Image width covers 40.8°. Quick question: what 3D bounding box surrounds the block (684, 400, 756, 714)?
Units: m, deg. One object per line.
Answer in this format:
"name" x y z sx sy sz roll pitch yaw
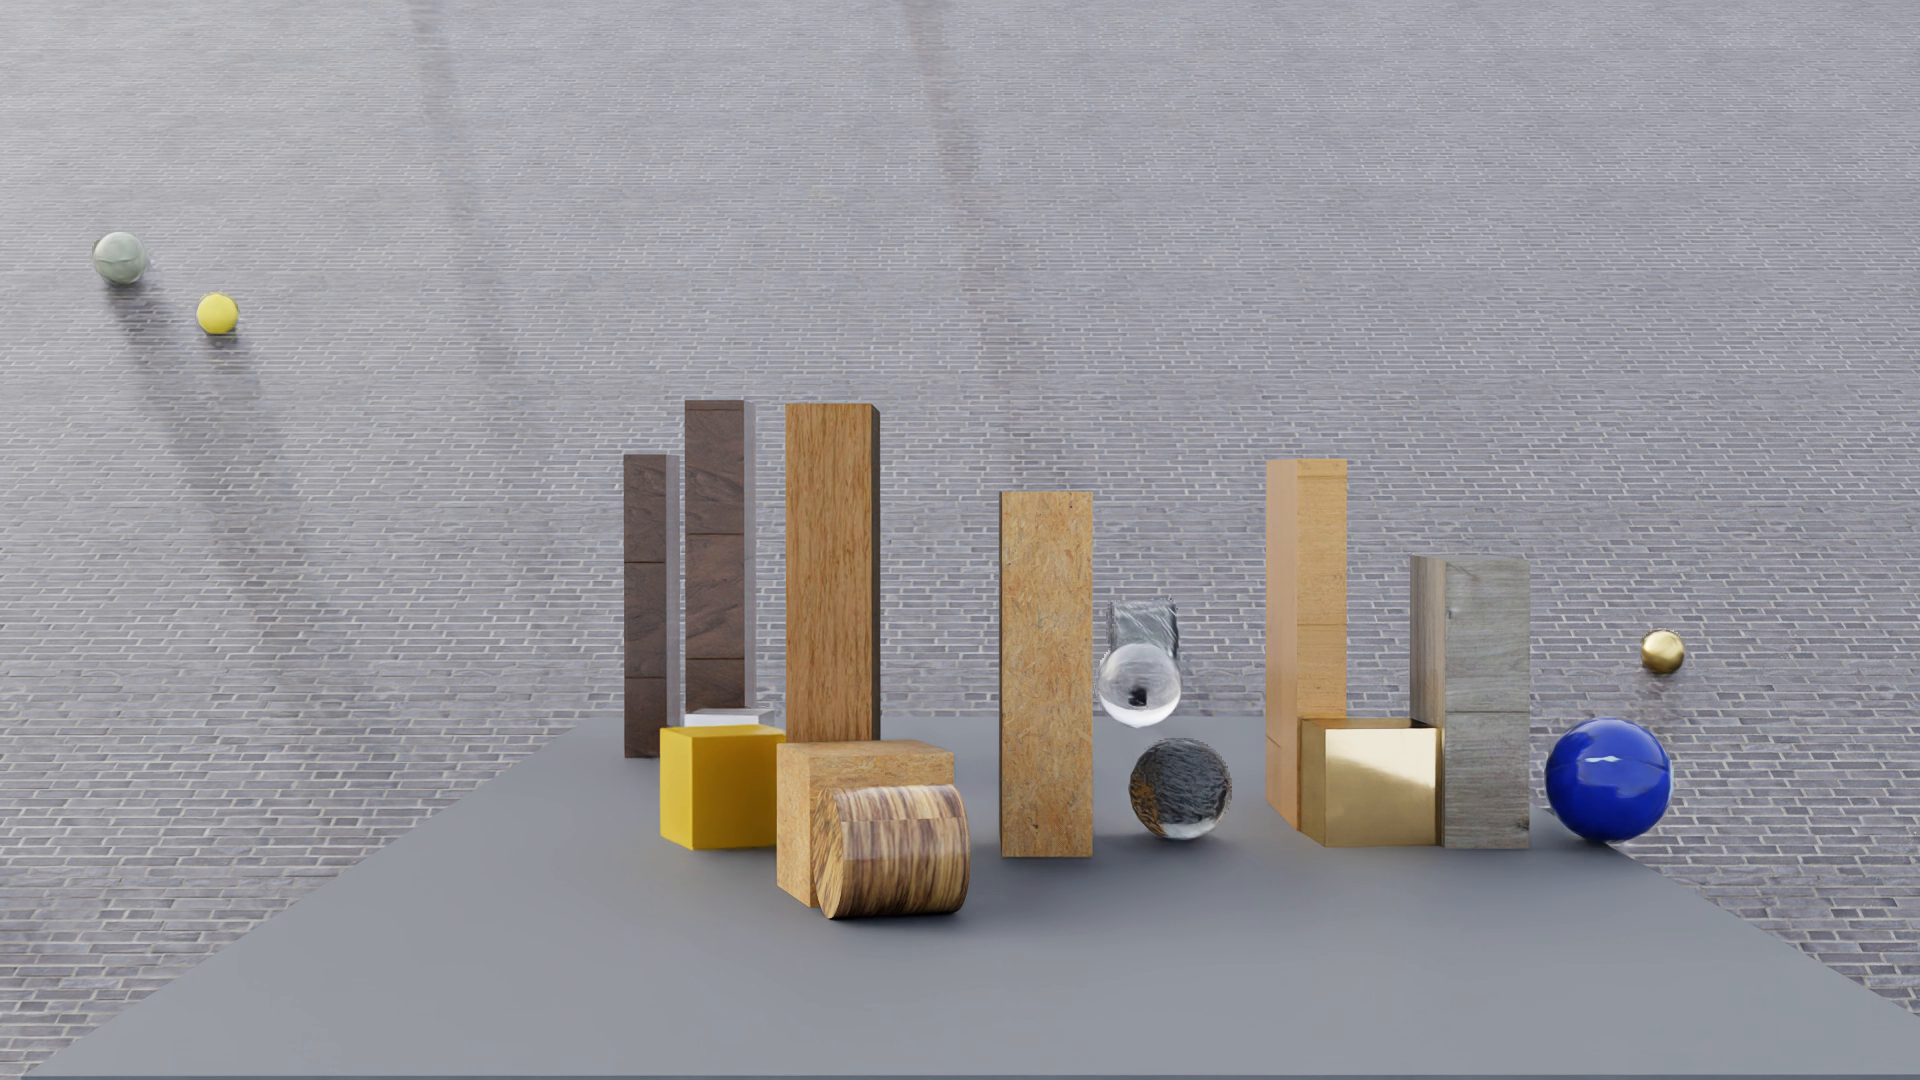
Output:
"block" -0.491 0.097 5.318 0.119 0.761 0.300 0 1 0

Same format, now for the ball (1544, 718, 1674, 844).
"ball" 1.069 0.396 4.254 0.206 0.206 0.206 0 27 0

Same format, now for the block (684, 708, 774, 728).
"block" -0.450 0.410 5.064 0.146 0.146 0.146 0 1 9

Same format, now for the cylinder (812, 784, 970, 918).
"cylinder" -0.096 0.426 3.543 0.177 0.177 0.177 0 26 -17

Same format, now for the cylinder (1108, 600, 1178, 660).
"cylinder" 0.496 0.248 7.000 0.164 0.164 0.164 -2 27 -4

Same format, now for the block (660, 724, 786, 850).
"block" -0.386 0.408 4.298 0.181 0.181 0.181 -1 1 -23

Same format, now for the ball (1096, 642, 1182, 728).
"ball" 0.437 0.353 6.285 0.207 0.207 0.207 0 27 0

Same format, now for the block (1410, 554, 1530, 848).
"block" 0.854 0.263 4.345 0.137 0.468 0.328 0 1 0

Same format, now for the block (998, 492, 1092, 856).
"block" 0.138 0.210 4.244 0.143 0.579 0.311 0 1 0

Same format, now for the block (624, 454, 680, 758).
"block" -0.681 0.140 5.720 0.092 0.657 0.271 0 1 0

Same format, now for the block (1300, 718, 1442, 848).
"block" 0.682 0.402 4.302 0.192 0.192 0.192 0 1 -5

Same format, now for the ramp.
"ramp" 0.060 0.543 4.579 2.000 0.100 4.000 0 1 0

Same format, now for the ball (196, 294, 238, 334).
"ball" -2.625 -0.797 9.123 0.141 0.141 0.141 0 27 0

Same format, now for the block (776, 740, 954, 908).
"block" -0.139 0.406 3.732 0.210 0.210 0.210 0 1 -17

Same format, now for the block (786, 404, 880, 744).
"block" -0.196 0.148 4.062 0.127 0.711 0.447 0 1 0

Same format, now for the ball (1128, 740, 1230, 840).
"ball" 0.365 0.415 4.284 0.168 0.168 0.168 0 27 0

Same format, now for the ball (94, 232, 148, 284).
"ball" -3.108 -1.044 9.557 0.194 0.194 0.194 0 27 0

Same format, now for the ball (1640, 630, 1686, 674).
"ball" 1.891 0.303 6.944 0.117 0.117 0.117 0 27 0

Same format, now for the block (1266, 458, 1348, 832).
"block" 0.615 0.174 4.613 0.084 0.635 0.444 0 1 0
